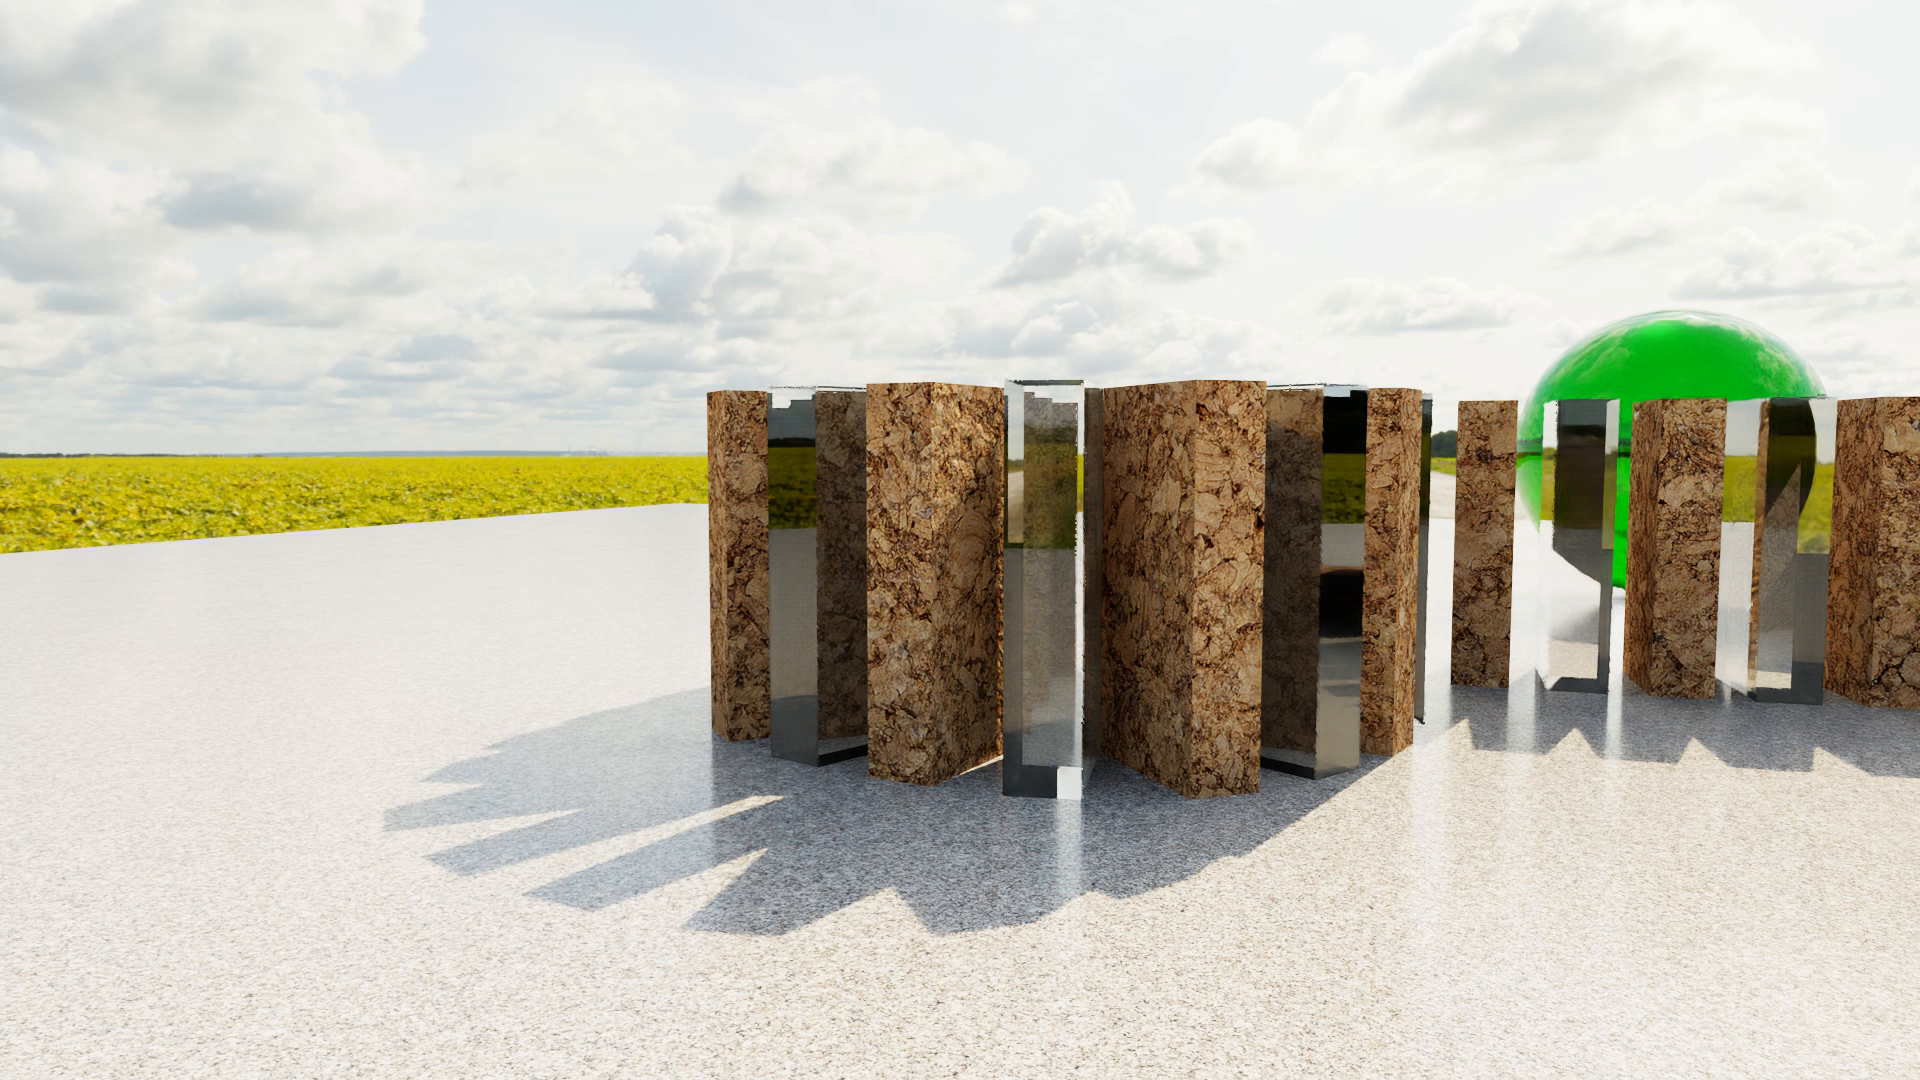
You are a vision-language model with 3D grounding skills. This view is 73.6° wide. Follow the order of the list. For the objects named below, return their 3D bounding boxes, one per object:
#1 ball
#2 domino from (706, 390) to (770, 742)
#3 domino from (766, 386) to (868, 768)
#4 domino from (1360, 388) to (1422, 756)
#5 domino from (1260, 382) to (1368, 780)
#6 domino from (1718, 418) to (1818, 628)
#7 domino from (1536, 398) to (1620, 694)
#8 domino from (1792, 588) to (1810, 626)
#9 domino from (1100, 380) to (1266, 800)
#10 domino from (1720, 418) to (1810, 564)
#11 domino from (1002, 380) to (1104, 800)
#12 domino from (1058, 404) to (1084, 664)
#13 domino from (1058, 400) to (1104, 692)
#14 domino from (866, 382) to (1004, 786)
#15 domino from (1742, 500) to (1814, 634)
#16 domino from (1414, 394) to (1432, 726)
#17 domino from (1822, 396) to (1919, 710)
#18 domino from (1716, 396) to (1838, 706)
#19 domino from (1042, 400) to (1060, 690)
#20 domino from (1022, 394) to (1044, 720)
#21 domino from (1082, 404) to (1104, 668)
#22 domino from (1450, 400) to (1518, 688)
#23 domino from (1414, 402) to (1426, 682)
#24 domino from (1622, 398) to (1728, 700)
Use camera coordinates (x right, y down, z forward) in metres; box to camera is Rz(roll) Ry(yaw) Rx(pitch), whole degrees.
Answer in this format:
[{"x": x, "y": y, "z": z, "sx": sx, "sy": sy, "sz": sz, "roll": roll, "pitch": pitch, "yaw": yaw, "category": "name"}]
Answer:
[{"x": 0.198, "y": -0.024, "z": 0.358, "sx": 0.080, "sy": 0.080, "sz": 0.080, "roll": 0, "pitch": 4, "yaw": 0, "category": "ball"}, {"x": -0.024, "y": 0.003, "z": 0.191, "sx": 0.025, "sy": 0.050, "sz": 0.009, "roll": -2, "pitch": 5, "yaw": -26, "category": "domino"}, {"x": -0.014, "y": 0.004, "z": 0.180, "sx": 0.010, "sy": 0.050, "sz": 0.025, "roll": 4, "pitch": 6, "yaw": 41, "category": "domino"}, {"x": 0.051, "y": 0.004, "z": 0.184, "sx": 0.025, "sy": 0.050, "sz": 0.010, "roll": 3, "pitch": 5, "yaw": 35, "category": "domino"}, {"x": 0.041, "y": 0.005, "z": 0.173, "sx": 0.010, "sy": 0.050, "sz": 0.025, "roll": -3, "pitch": 5, "yaw": -39, "category": "domino"}, {"x": 0.193, "y": -0.003, "z": 0.293, "sx": 0.025, "sy": 0.050, "sz": 0.010, "roll": -2, "pitch": 35, "yaw": -24, "category": "domino"}, {"x": 0.110, "y": 0.000, "z": 0.230, "sx": 0.010, "sy": 0.050, "sz": 0.025, "roll": 2, "pitch": 5, "yaw": 20, "category": "domino"}, {"x": 0.202, "y": -0.002, "z": 0.273, "sx": 0.025, "sy": 0.050, "sz": 0.010, "roll": -2, "pitch": 35, "yaw": -25, "category": "domino"}, {"x": 0.028, "y": 0.005, "z": 0.165, "sx": 0.010, "sy": 0.050, "sz": 0.025, "roll": -1, "pitch": 5, "yaw": -19, "category": "domino"}, {"x": 0.188, "y": -0.004, "z": 0.303, "sx": 0.025, "sy": 0.050, "sz": 0.010, "roll": -2, "pitch": 35, "yaw": -24, "category": "domino"}, {"x": 0.012, "y": 0.005, "z": 0.165, "sx": 0.010, "sy": 0.050, "sz": 0.025, "roll": 1, "pitch": 4, "yaw": 12, "category": "domino"}, {"x": 0.019, "y": -0.002, "z": 0.258, "sx": 0.009, "sy": 0.050, "sz": 0.025, "roll": 0, "pitch": 4, "yaw": 3, "category": "domino"}, {"x": 0.020, "y": 0.000, "z": 0.232, "sx": 0.010, "sy": 0.050, "sz": 0.025, "roll": -1, "pitch": 4, "yaw": -9, "category": "domino"}, {"x": -0.001, "y": 0.005, "z": 0.171, "sx": 0.010, "sy": 0.050, "sz": 0.025, "roll": 2, "pitch": 5, "yaw": 29, "category": "domino"}, {"x": 0.198, "y": -0.003, "z": 0.283, "sx": 0.025, "sy": 0.050, "sz": 0.010, "roll": -2, "pitch": 35, "yaw": -24, "category": "domino"}, {"x": 0.058, "y": 0.003, "z": 0.198, "sx": 0.025, "sy": 0.050, "sz": 0.010, "roll": 0, "pitch": 4, "yaw": 4, "category": "domino"}, {"x": 0.154, "y": 0.001, "z": 0.216, "sx": 0.010, "sy": 0.050, "sz": 0.025, "roll": 1, "pitch": 4, "yaw": 13, "category": "domino"}, {"x": 0.139, "y": 0.001, "z": 0.220, "sx": 0.010, "sy": 0.050, "sz": 0.025, "roll": 1, "pitch": 4, "yaw": 16, "category": "domino"}, {"x": 0.006, "y": 0.000, "z": 0.230, "sx": 0.010, "sy": 0.050, "sz": 0.025, "roll": -3, "pitch": 5, "yaw": -32, "category": "domino"}, {"x": 0.000, "y": 0.002, "z": 0.201, "sx": 0.025, "sy": 0.050, "sz": 0.010, "roll": 0, "pitch": 4, "yaw": 0, "category": "domino"}, {"x": 0.033, "y": -0.001, "z": 0.254, "sx": 0.010, "sy": 0.050, "sz": 0.025, "roll": 2, "pitch": 5, "yaw": 25, "category": "domino"}, {"x": 0.096, "y": 0.000, "z": 0.235, "sx": 0.010, "sy": 0.050, "sz": 0.025, "roll": 2, "pitch": 5, "yaw": 21, "category": "domino"}, {"x": 0.081, "y": -0.001, "z": 0.241, "sx": 0.010, "sy": 0.050, "sz": 0.025, "roll": 2, "pitch": 5, "yaw": 21, "category": "domino"}, {"x": 0.125, "y": 0.001, "z": 0.225, "sx": 0.010, "sy": 0.050, "sz": 0.025, "roll": 1, "pitch": 4, "yaw": 17, "category": "domino"}]
